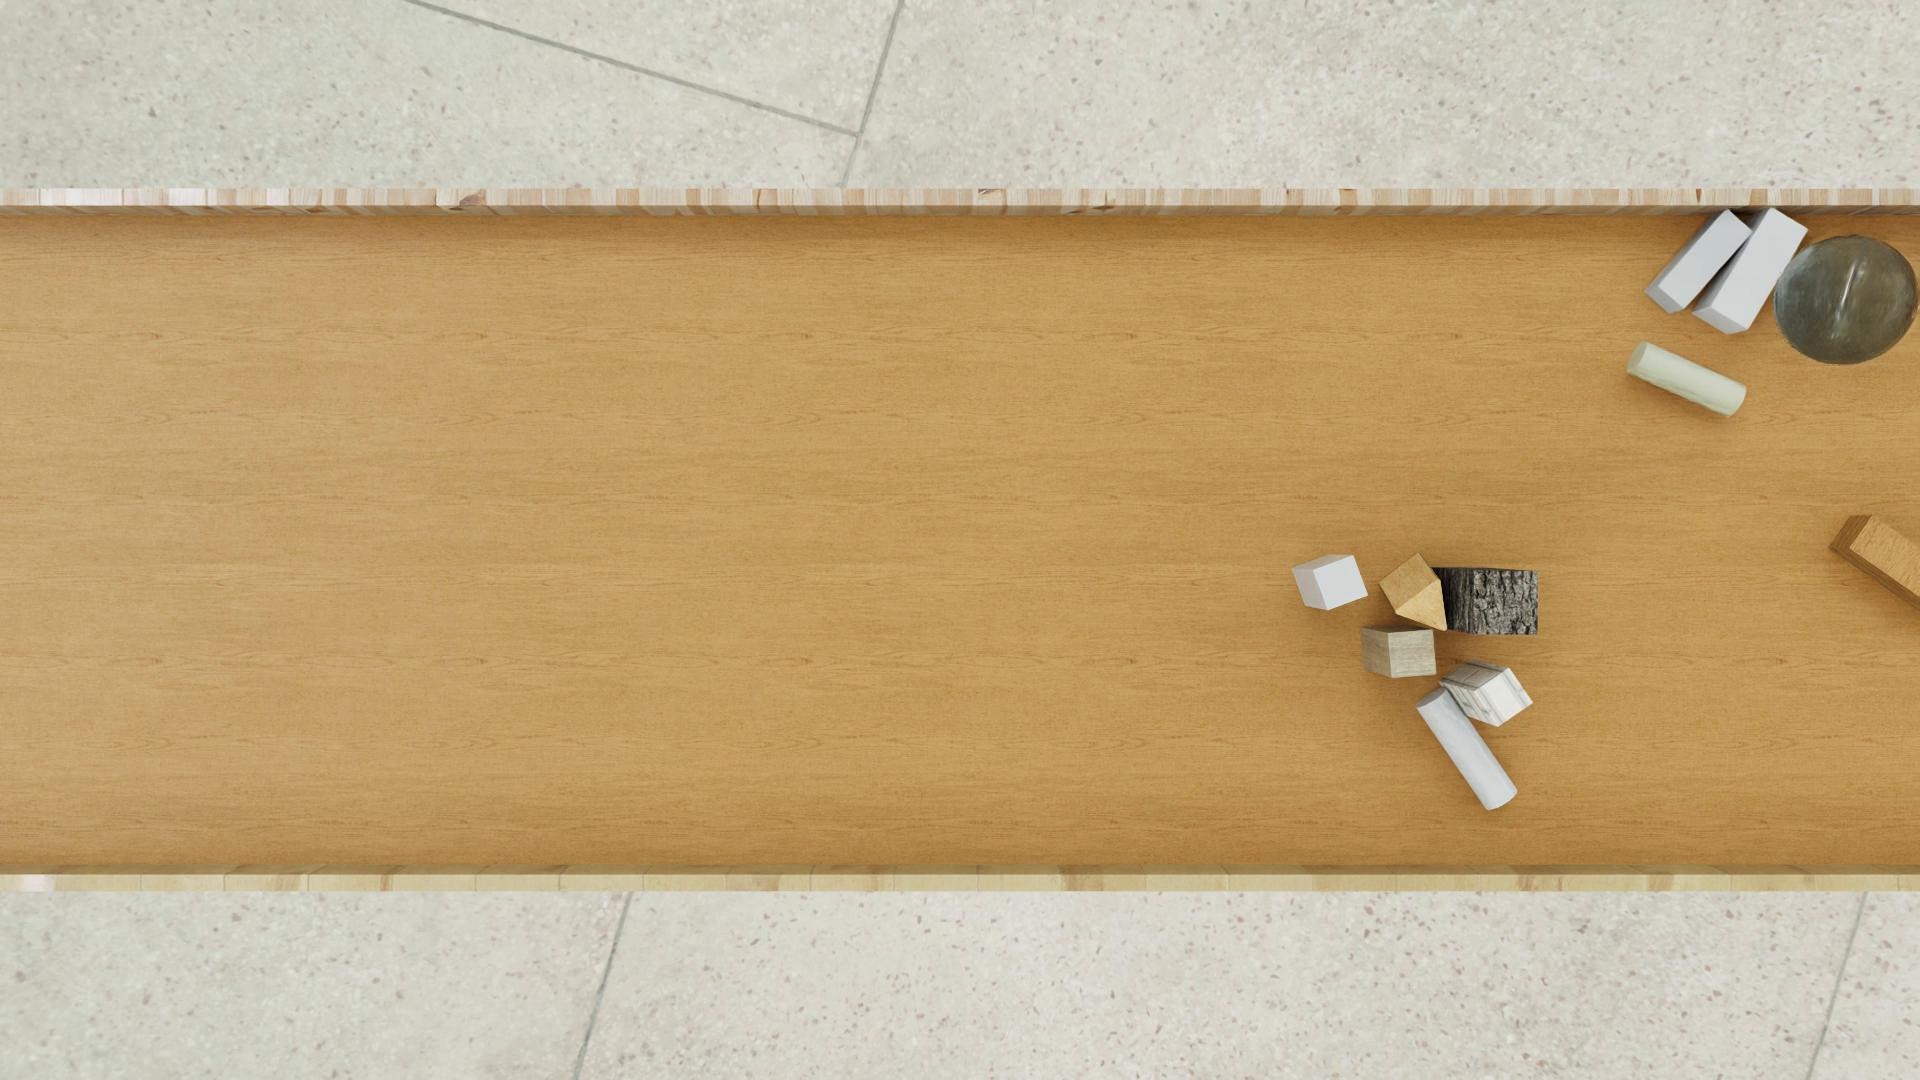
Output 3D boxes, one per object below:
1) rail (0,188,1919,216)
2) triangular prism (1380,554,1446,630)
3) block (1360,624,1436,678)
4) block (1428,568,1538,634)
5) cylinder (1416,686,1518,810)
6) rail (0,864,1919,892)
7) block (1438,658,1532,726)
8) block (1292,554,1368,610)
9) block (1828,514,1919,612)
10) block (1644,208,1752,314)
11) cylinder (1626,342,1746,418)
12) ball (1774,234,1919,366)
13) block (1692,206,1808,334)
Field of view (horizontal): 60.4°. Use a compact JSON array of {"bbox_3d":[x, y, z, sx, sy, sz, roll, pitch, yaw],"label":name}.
[{"bbox_3d":[-2.247,-1.025,5.002,12.000,0.150,0.050,0,90,0],"label":"rail"},{"bbox_3d":[1.370,0.137,4.911,0.155,0.305,0.134,20,105,0],"label":"triangular prism"},{"bbox_3d":[1.303,0.328,4.915,0.130,0.324,0.130,-5,90,0],"label":"block"},{"bbox_3d":[1.529,0.175,4.847,0.179,0.458,0.179,0,90,0],"label":"block"},{"bbox_3d":[1.541,0.634,5.021,0.110,0.110,0.377,-35,90,0],"label":"cylinder"},{"bbox_3d":[-2.247,1.025,5.001,12.000,0.150,0.050,0,90,0],"label":"rail"},{"bbox_3d":[1.555,0.450,4.898,0.121,0.357,0.121,-34,90,0],"label":"block"},{"bbox_3d":[1.099,0.123,4.920,0.124,0.314,0.124,-20,90,0],"label":"block"},{"bbox_3d":[2.885,0.099,5.016,0.435,0.121,0.121,35,90,0],"label":"block"},{"bbox_3d":[2.247,-0.848,5.024,0.105,0.105,0.312,41,90,0],"label":"block"},{"bbox_3d":[2.211,-0.490,5.024,0.329,0.105,0.105,24,90,0],"label":"cylinder"},{"bbox_3d":[2.622,-0.710,4.885,0.383,0.383,0.383,0,90,0],"label":"ball"},{"bbox_3d":[2.397,-0.816,5.011,0.131,0.131,0.352,31,90,0],"label":"block"}]
